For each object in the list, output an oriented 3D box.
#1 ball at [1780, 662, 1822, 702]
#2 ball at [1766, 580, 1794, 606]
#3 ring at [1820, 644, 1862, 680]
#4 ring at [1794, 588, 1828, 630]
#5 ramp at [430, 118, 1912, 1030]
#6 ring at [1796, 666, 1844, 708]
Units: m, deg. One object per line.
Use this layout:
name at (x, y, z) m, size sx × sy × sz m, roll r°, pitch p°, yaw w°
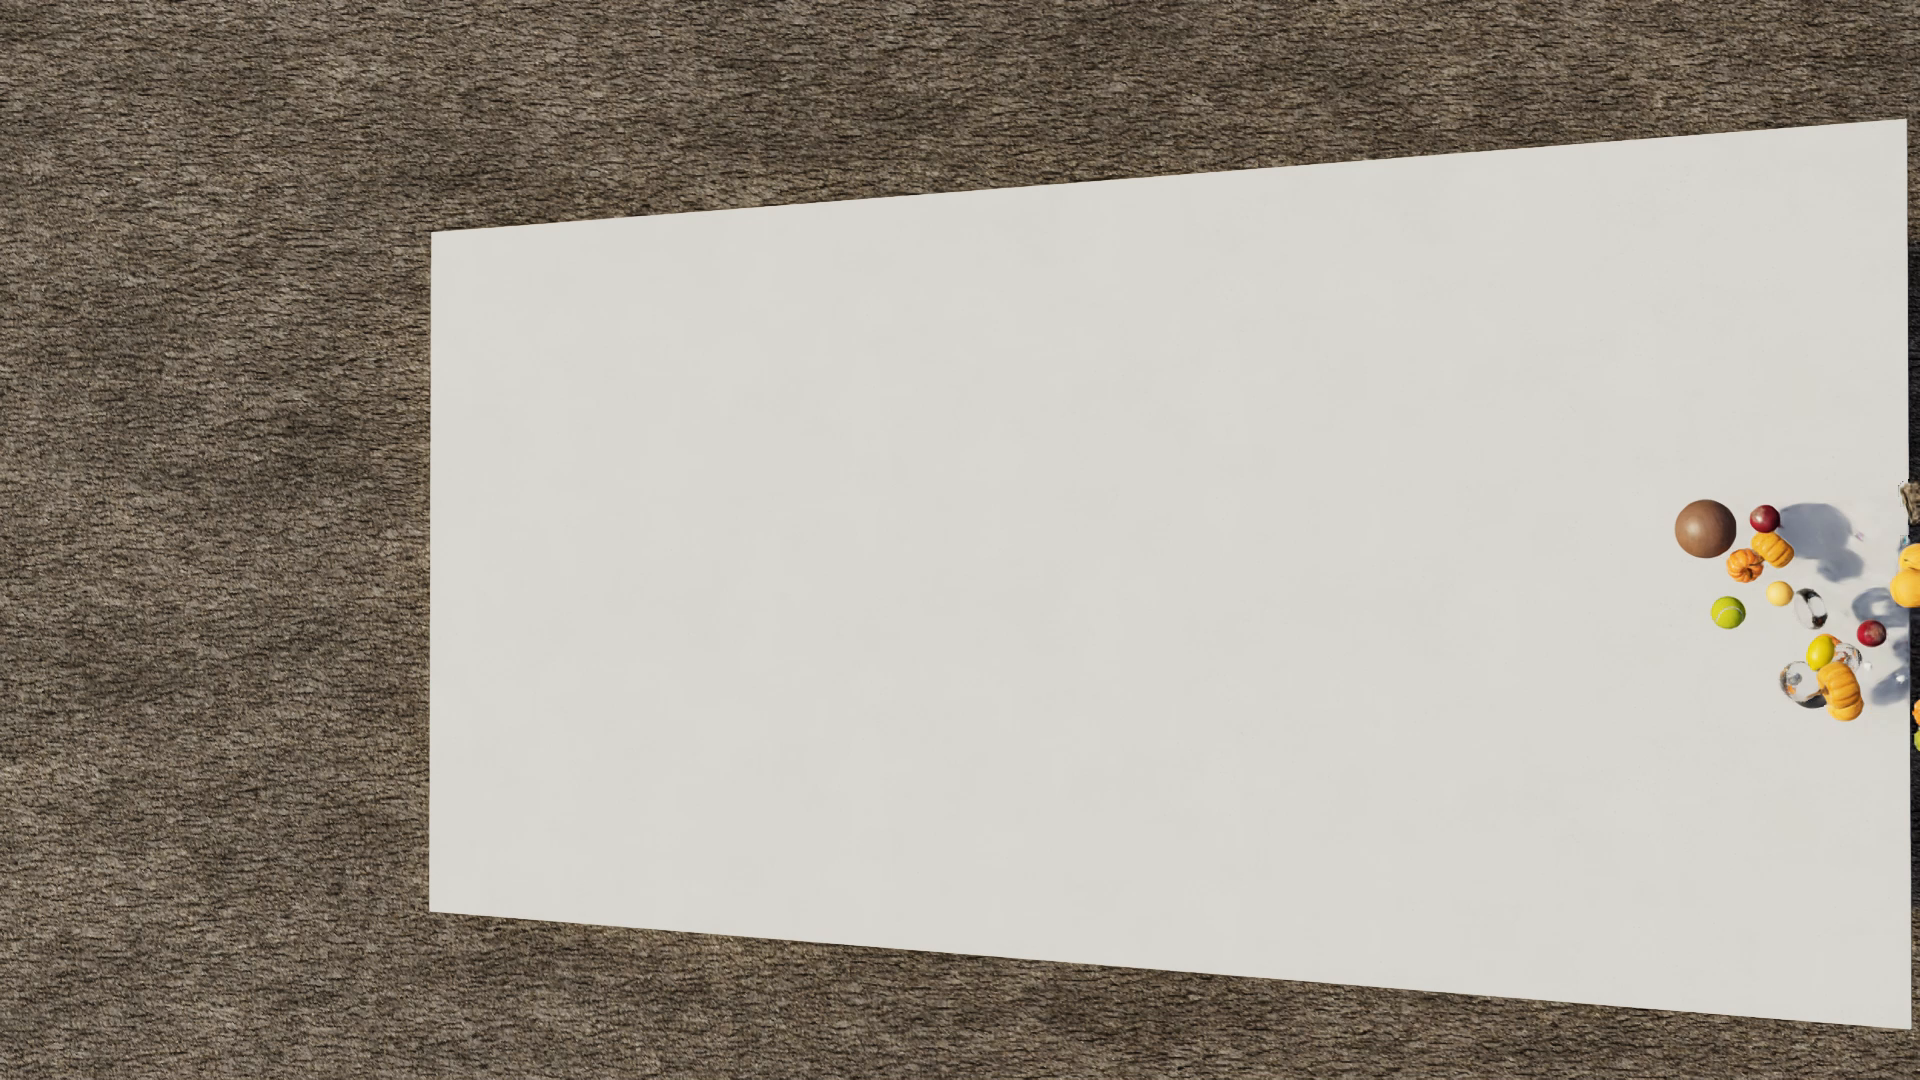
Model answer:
ball at (1.727, 0.291, 4.521) m, size 0.081 × 0.081 × 0.081 m, roll 0°, pitch 89°, yaw 0°
ball at (1.728, 0.113, 4.634) m, size 0.055 × 0.055 × 0.055 m, roll 0°, pitch 89°, yaw 0°
ring at (1.813, 0.251, 4.530) m, size 0.087 × 0.087 × 0.029 m, roll -43°, pitch 119°, yaw 0°
ring at (1.845, 0.149, 4.770) m, size 0.032 × 0.095 × 0.095 m, roll -18°, pitch 89°, yaw -9°
ramp at (0.283, 0.083, 5.700) m, size 4.000 × 0.100 × 2.000 m, roll 0°, pitch 89°, yaw 24°
ring at (1.853, 0.318, 4.748) m, size 0.110 × 0.037 × 0.110 m, roll -5°, pitch 128°, yaw -6°
